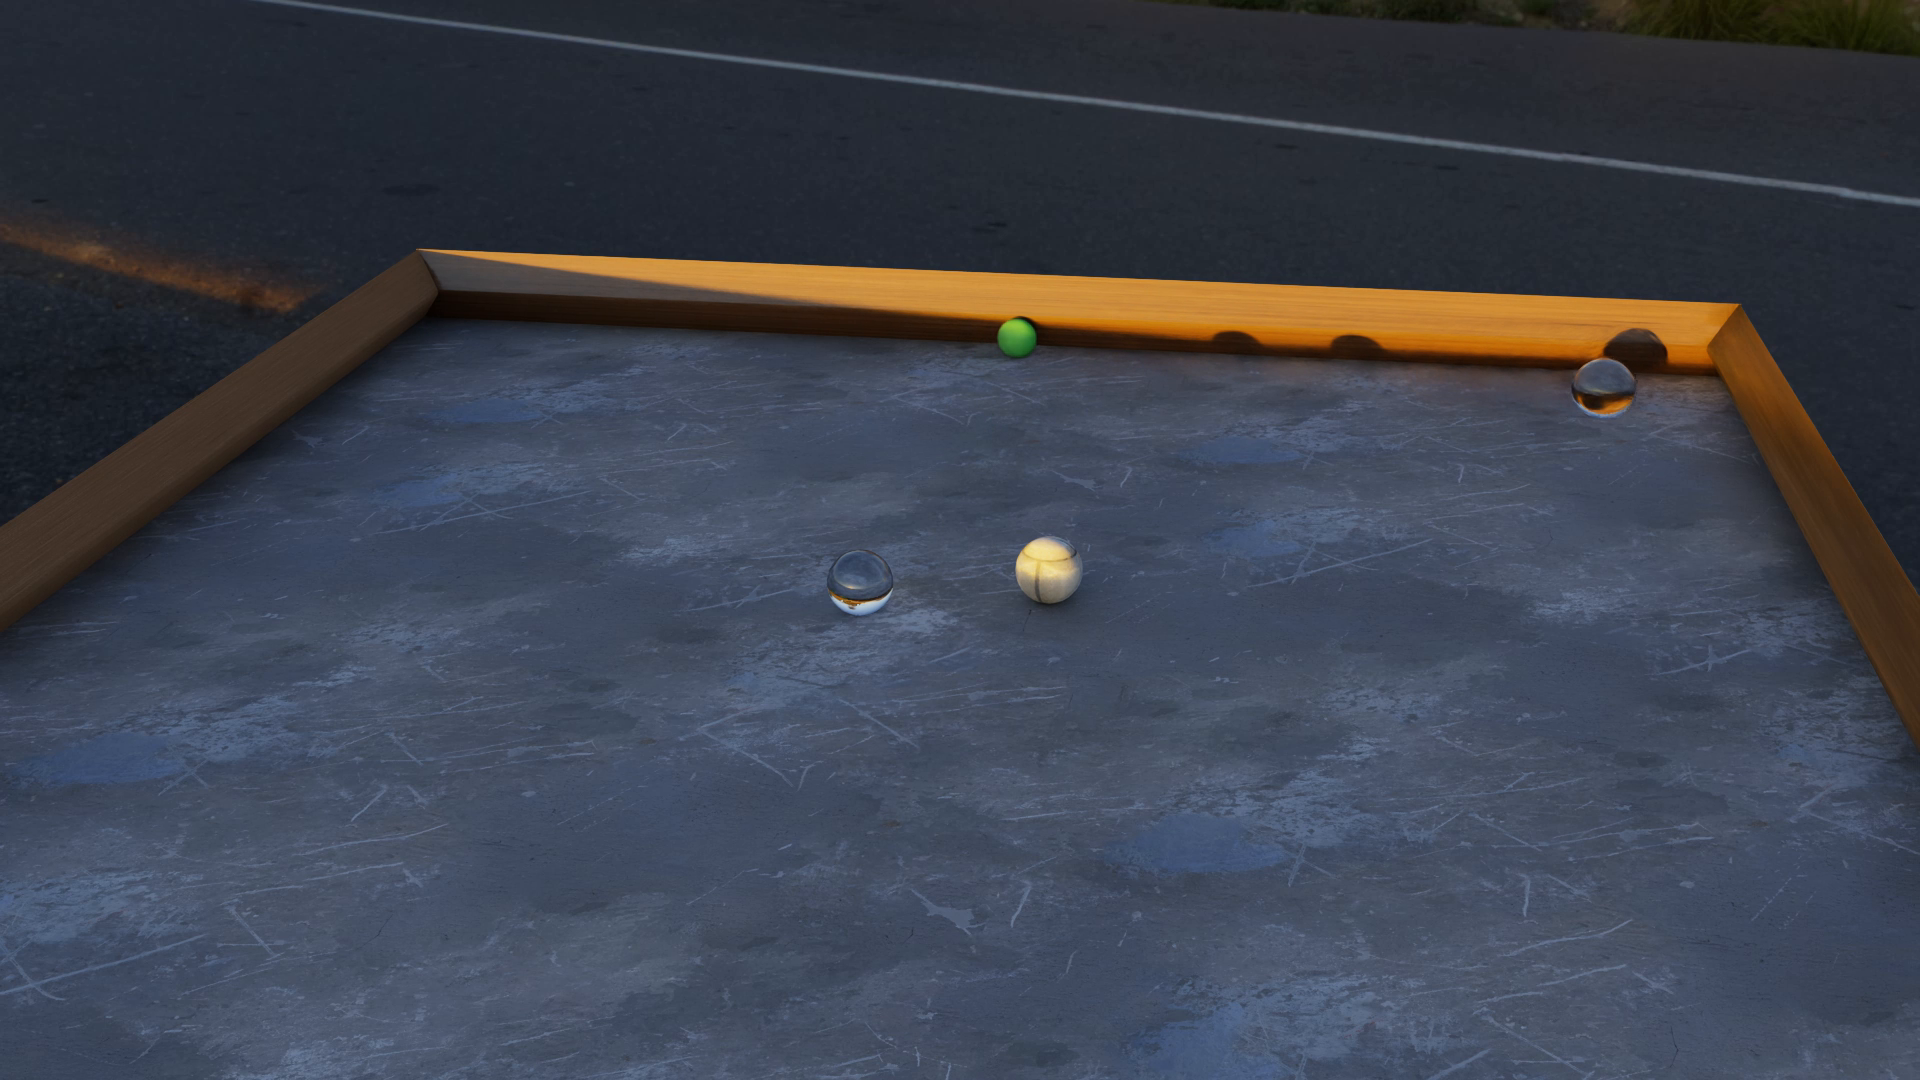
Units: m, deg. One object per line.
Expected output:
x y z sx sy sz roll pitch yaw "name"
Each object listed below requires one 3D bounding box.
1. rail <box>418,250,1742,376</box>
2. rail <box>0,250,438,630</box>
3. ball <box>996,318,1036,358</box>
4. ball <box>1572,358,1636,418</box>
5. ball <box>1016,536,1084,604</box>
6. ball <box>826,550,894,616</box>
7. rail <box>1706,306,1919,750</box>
0.127 -0.325 3.175 1.921 0.104 0.045 3 22 8 "rail"
-1.056 0.242 1.787 0.045 0.104 3.375 3 22 8 "rail"
0.081 -0.289 3.152 0.056 0.056 0.056 0 22 0 "ball"
0.849 -0.200 2.902 0.080 0.080 0.080 0 22 0 "ball"
0.095 0.032 2.347 0.072 0.072 0.072 0 22 0 "ball"
-0.105 0.045 2.317 0.070 0.070 0.070 0 22 0 "ball"
0.795 0.352 1.519 0.045 0.104 3.375 3 22 8 "rail"
